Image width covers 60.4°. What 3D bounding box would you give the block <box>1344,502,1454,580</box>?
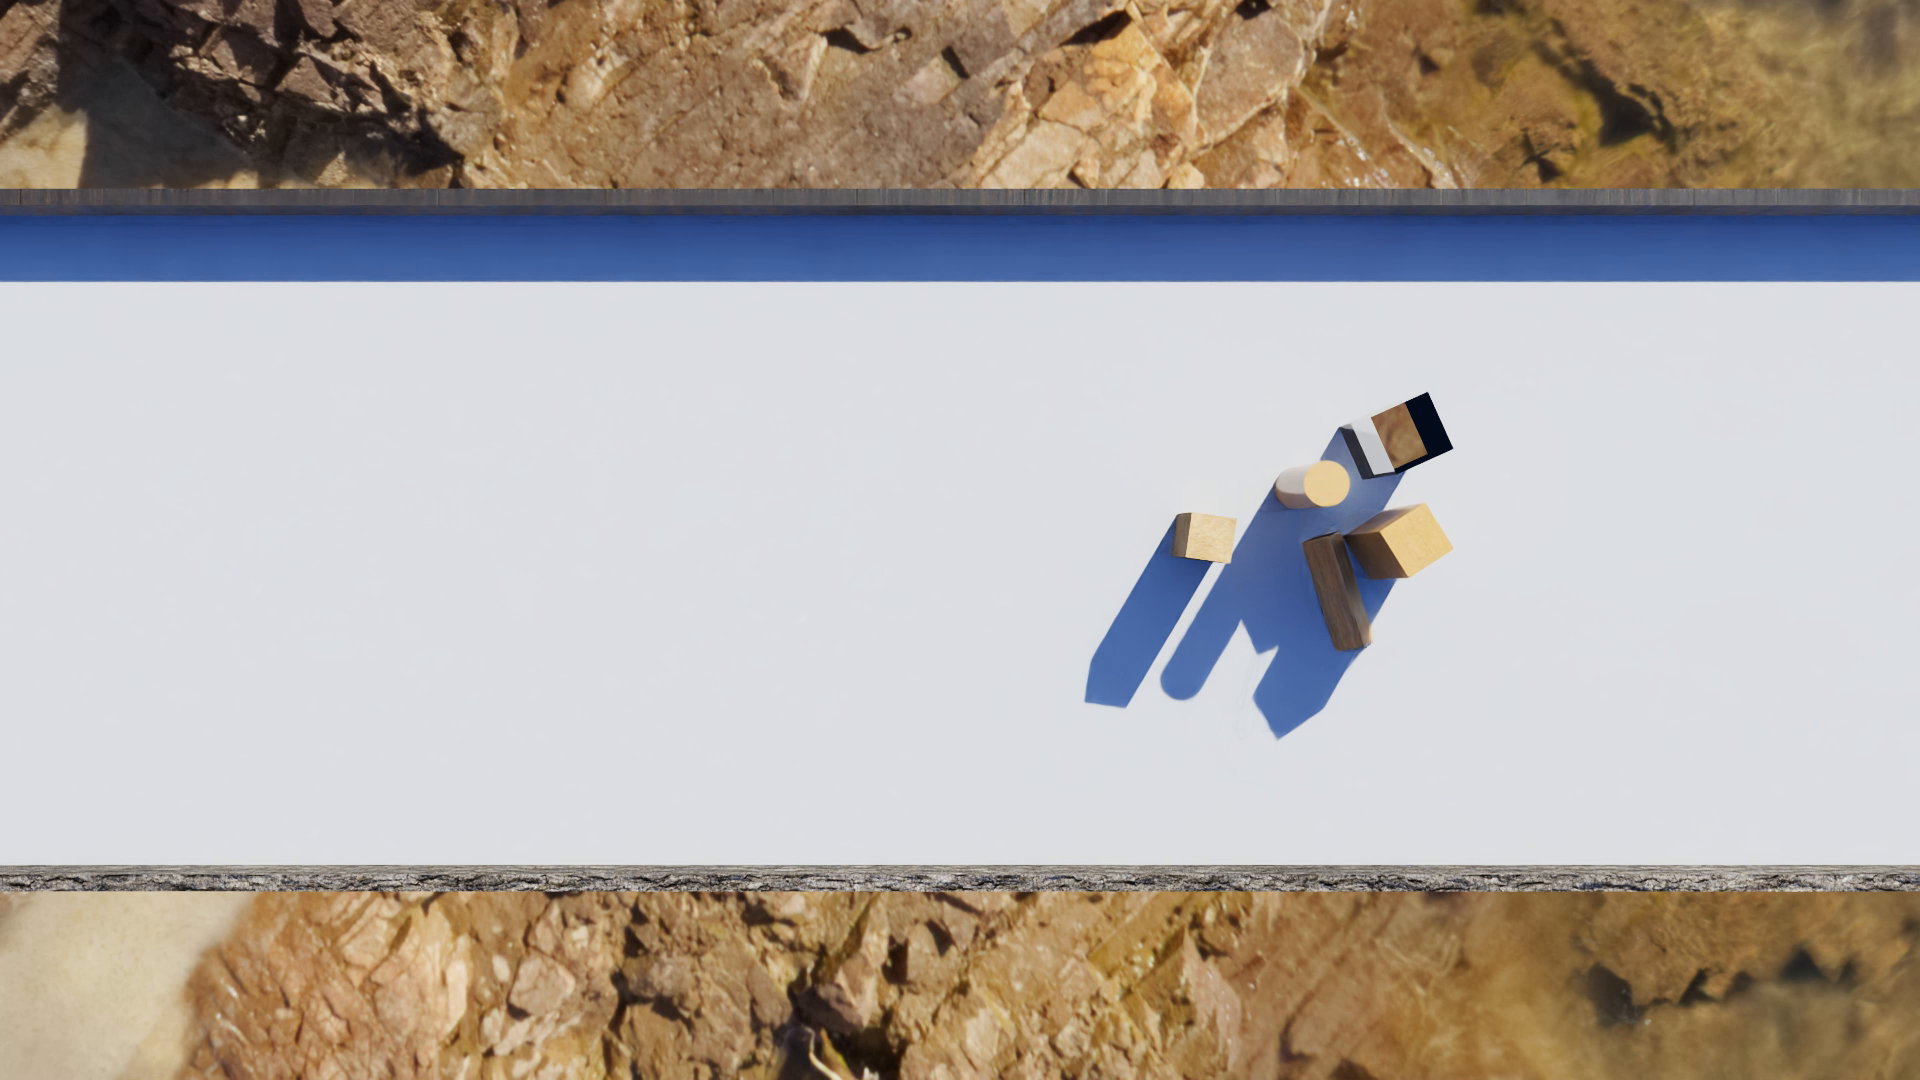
[{"bbox_3d":[1.295,0.007,4.892,0.157,0.359,0.157,-32,90,-4],"label":"block"}]

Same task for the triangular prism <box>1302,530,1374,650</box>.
[{"bbox_3d":[1.162,0.155,5.020,0.124,0.107,0.349,-17,90,0],"label":"triangular prism"}]

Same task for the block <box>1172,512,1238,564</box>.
[{"bbox_3d":[0.724,-0.006,4.913,0.131,0.326,0.131,8,90,0],"label":"block"}]

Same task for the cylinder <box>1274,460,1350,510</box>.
[{"bbox_3d":[1.034,-0.159,4.862,0.130,0.428,0.130,0,90,0],"label":"cylinder"}]

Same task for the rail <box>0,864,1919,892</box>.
[{"bbox_3d":[-2.247,1.025,5.001,12.000,0.150,0.050,0,90,0],"label":"rail"}]

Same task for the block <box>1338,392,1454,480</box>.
[{"bbox_3d":[1.284,-0.303,4.880,0.179,0.393,0.179,-24,90,0],"label":"block"}]

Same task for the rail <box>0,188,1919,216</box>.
[{"bbox_3d":[-2.247,-1.025,5.002,12.000,0.150,0.050,0,90,0],"label":"rail"}]
